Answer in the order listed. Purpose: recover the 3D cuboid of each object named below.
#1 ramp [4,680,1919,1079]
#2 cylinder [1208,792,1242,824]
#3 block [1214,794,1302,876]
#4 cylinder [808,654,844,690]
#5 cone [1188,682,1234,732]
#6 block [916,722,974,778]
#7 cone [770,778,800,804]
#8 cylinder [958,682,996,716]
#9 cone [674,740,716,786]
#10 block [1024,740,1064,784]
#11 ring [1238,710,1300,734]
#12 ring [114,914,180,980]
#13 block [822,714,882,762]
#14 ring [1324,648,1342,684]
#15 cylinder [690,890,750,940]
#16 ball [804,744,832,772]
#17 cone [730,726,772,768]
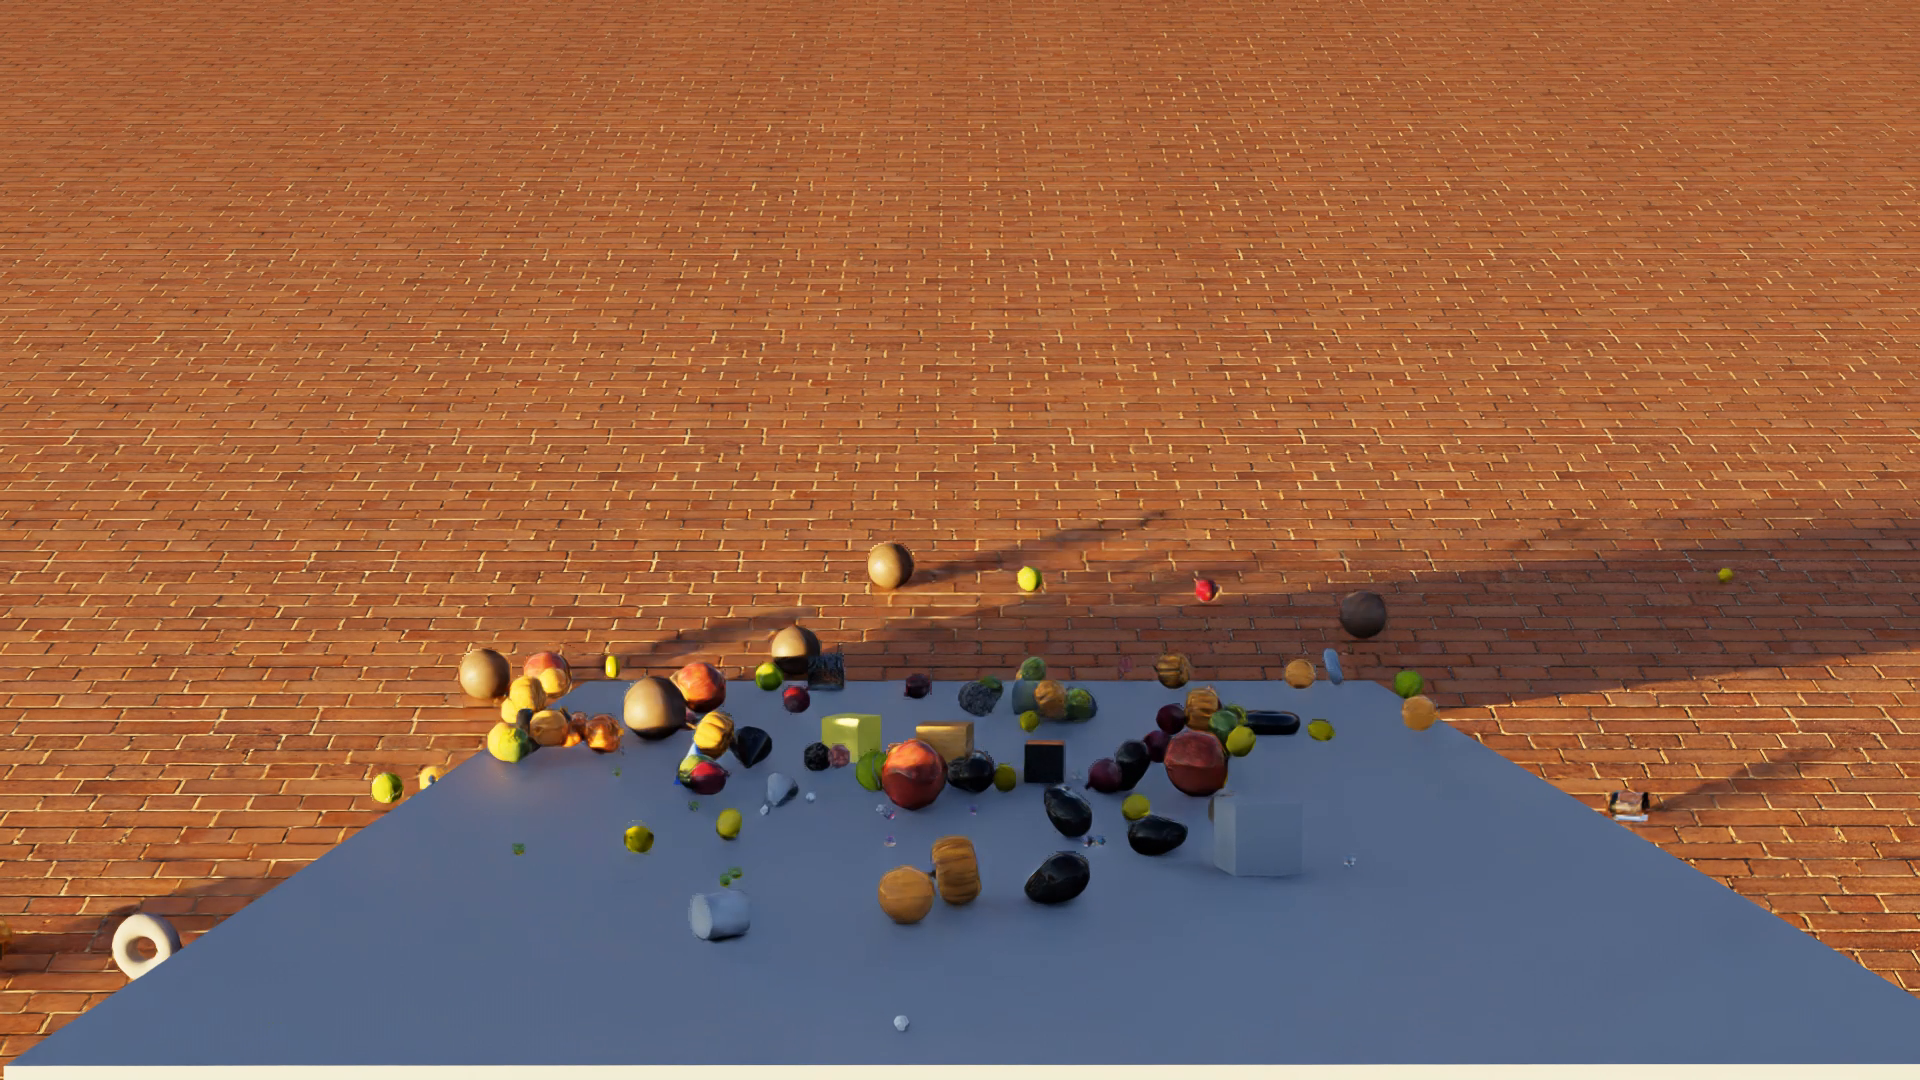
[{"bbox_3d":[0.054,0.488,4.541,2.000,0.100,4.000,0,2,0],"label":"ramp"},{"bbox_3d":[0.427,0.430,4.100,0.052,0.052,0.052,10,6,22],"label":"cylinder"},{"bbox_3d":[0.427,0.422,3.691,0.100,0.100,0.100,-1,2,-12],"label":"block"},{"bbox_3d":[-0.331,0.325,6.316,0.083,0.083,0.083,-2,24,-6],"label":"cylinder"},{"bbox_3d":[0.532,0.351,5.471,0.099,0.099,0.099,0,2,0],"label":"cone"},{"bbox_3d":[-0.028,0.385,4.733,0.092,0.092,0.092,0,2,8],"label":"block"},{"bbox_3d":[-0.308,0.433,4.348,0.057,0.057,0.057,10,6,23],"label":"cone"},{"bbox_3d":[0.038,0.355,5.754,0.069,0.069,0.069,-6,3,-13],"label":"cylinder"},{"bbox_3d":[-0.475,0.397,4.616,0.077,0.077,0.077,0,2,0],"label":"cone"},{"bbox_3d":[0.153,0.400,4.641,0.069,0.069,0.069,0,2,5],"label":"block"},{"bbox_3d":[0.648,0.382,5.393,0.131,0.044,0.131,1,1,0],"label":"ring"},{"bbox_3d":[-1.716,0.861,5.435,0.150,0.150,0.050,4,8,9],"label":"ring"},{"bbox_3d":[-0.208,0.380,4.958,0.083,0.083,0.083,1,3,32],"label":"block"},{"bbox_3d":[0.929,0.314,6.407,0.031,0.094,0.094,-15,23,5],"label":"ring"},{"bbox_3d":[-0.297,0.465,3.191,0.055,0.055,0.055,-2,21,-34],"label":"cylinder"},{"bbox_3d":[-0.264,0.403,4.773,0.052,0.052,0.052,0,23,0],"label":"ball"},{"bbox_3d":[-0.397,0.408,4.852,0.081,0.081,0.081,0,29,0],"label":"cone"}]
